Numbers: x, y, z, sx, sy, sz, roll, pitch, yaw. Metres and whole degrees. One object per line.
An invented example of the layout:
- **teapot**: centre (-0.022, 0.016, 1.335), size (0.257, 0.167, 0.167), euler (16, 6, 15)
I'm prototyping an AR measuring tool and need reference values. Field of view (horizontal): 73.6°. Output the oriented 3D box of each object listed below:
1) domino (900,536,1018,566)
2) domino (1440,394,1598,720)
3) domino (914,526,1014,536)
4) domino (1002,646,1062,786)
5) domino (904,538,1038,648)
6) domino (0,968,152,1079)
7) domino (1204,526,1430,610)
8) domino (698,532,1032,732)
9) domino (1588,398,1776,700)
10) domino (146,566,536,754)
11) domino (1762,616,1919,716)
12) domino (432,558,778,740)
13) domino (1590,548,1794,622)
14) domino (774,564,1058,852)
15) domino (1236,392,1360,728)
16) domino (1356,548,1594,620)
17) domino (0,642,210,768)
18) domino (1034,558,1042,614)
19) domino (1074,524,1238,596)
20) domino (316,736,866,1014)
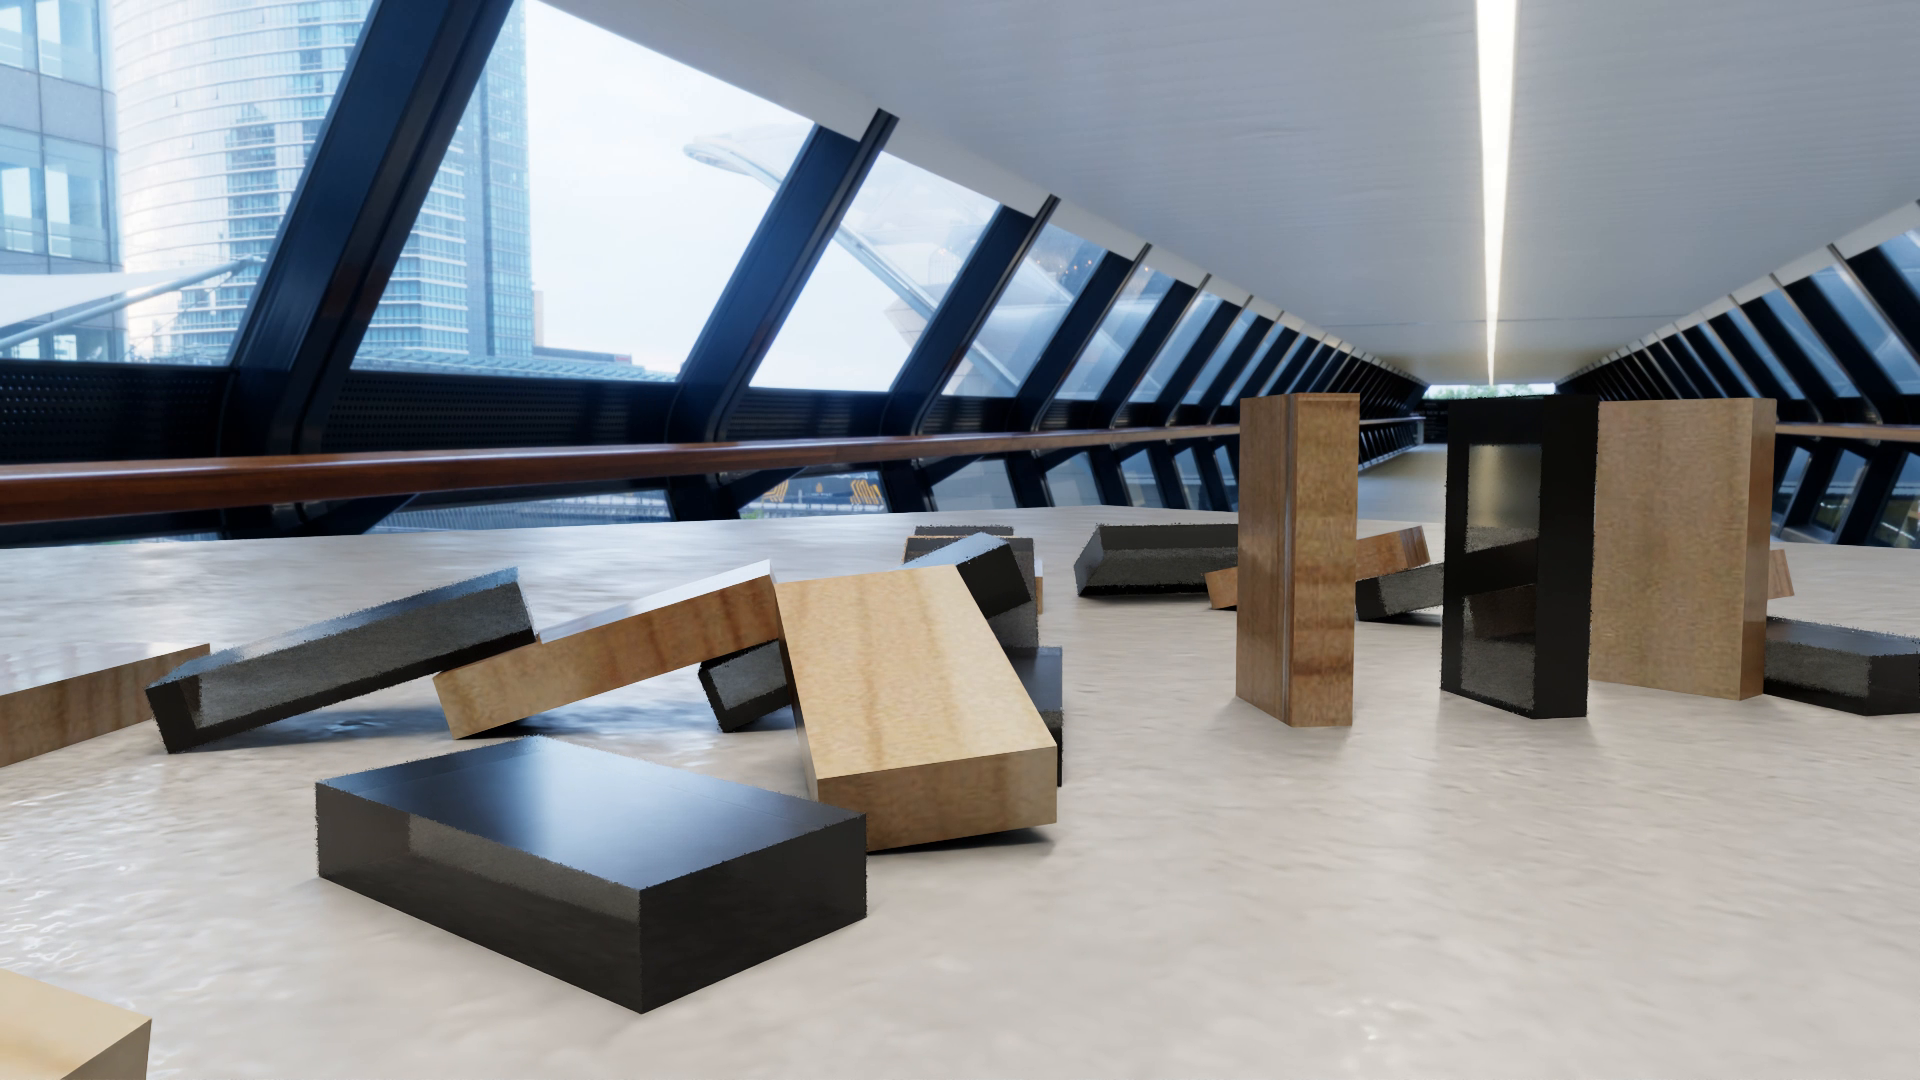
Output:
- **domino**: centre (0.000, 0.012, 0.268), size (0.025, 0.009, 0.050), euler (0, 19, 2)
- **domino**: centre (0.091, 0.002, 0.210), size (0.009, 0.050, 0.025), euler (-1, 4, -12)
- **domino**: centre (0.000, 0.009, 0.306), size (0.025, 0.009, 0.050), euler (0, 18, 2)
- **domino**: centre (0.002, 0.024, 0.185), size (0.025, 0.009, 0.050), euler (0, 4, 5)
- **domino**: centre (0.001, 0.013, 0.235), size (0.025, 0.010, 0.050), euler (0, 21, 2)
- **domino**: centre (-0.071, 0.026, 0.062), size (0.050, 0.010, 0.025), euler (14, 12, 7)
- **domino**: centre (0.091, 0.007, 0.327), size (0.050, 0.010, 0.025), euler (-15, -4, 32)
- **domino**: centre (-0.016, 0.014, 0.203), size (0.050, 0.009, 0.025), euler (-23, 7, -6)
- **domino**: centre (0.125, 0.001, 0.223), size (0.009, 0.050, 0.025), euler (-3, 5, -37)
- **domino**: centre (-0.091, 0.017, 0.194), size (0.050, 0.010, 0.025), euler (-17, 10, -17)
- **domino**: centre (0.148, 0.021, 0.227), size (0.025, 0.009, 0.050), euler (-1, 4, -14)
- **domino**: centre (-0.052, 0.016, 0.199), size (0.050, 0.009, 0.025), euler (-17, 7, -7)
- **domino**: centre (0.142, 0.012, 0.270), size (0.025, 0.009, 0.050), euler (-3, -9, -36)
- **domino**: centre (-0.007, 0.018, 0.155), size (0.025, 0.010, 0.050), euler (-6, 22, -11)
- **domino**: centre (0.053, 0.002, 0.204), size (0.010, 0.050, 0.025), euler (-1, 4, -7)
- **domino**: centre (0.121, 0.009, 0.302), size (0.050, 0.010, 0.025), euler (-17, -8, 41)
- **domino**: centre (-0.138, 0.024, 0.189), size (0.025, 0.010, 0.050), euler (0, 4, 2)
- **domino**: centre (0.010, 0.012, 0.346), size (0.025, 0.010, 0.050), euler (0, 4, 3)
- **domino**: centre (0.059, 0.006, 0.355), size (0.050, 0.010, 0.025), euler (-1, -26, -13)
- **domino**: centre (-0.036, 0.029, 0.121), size (0.050, 0.009, 0.025), euler (3, 5, 38)
